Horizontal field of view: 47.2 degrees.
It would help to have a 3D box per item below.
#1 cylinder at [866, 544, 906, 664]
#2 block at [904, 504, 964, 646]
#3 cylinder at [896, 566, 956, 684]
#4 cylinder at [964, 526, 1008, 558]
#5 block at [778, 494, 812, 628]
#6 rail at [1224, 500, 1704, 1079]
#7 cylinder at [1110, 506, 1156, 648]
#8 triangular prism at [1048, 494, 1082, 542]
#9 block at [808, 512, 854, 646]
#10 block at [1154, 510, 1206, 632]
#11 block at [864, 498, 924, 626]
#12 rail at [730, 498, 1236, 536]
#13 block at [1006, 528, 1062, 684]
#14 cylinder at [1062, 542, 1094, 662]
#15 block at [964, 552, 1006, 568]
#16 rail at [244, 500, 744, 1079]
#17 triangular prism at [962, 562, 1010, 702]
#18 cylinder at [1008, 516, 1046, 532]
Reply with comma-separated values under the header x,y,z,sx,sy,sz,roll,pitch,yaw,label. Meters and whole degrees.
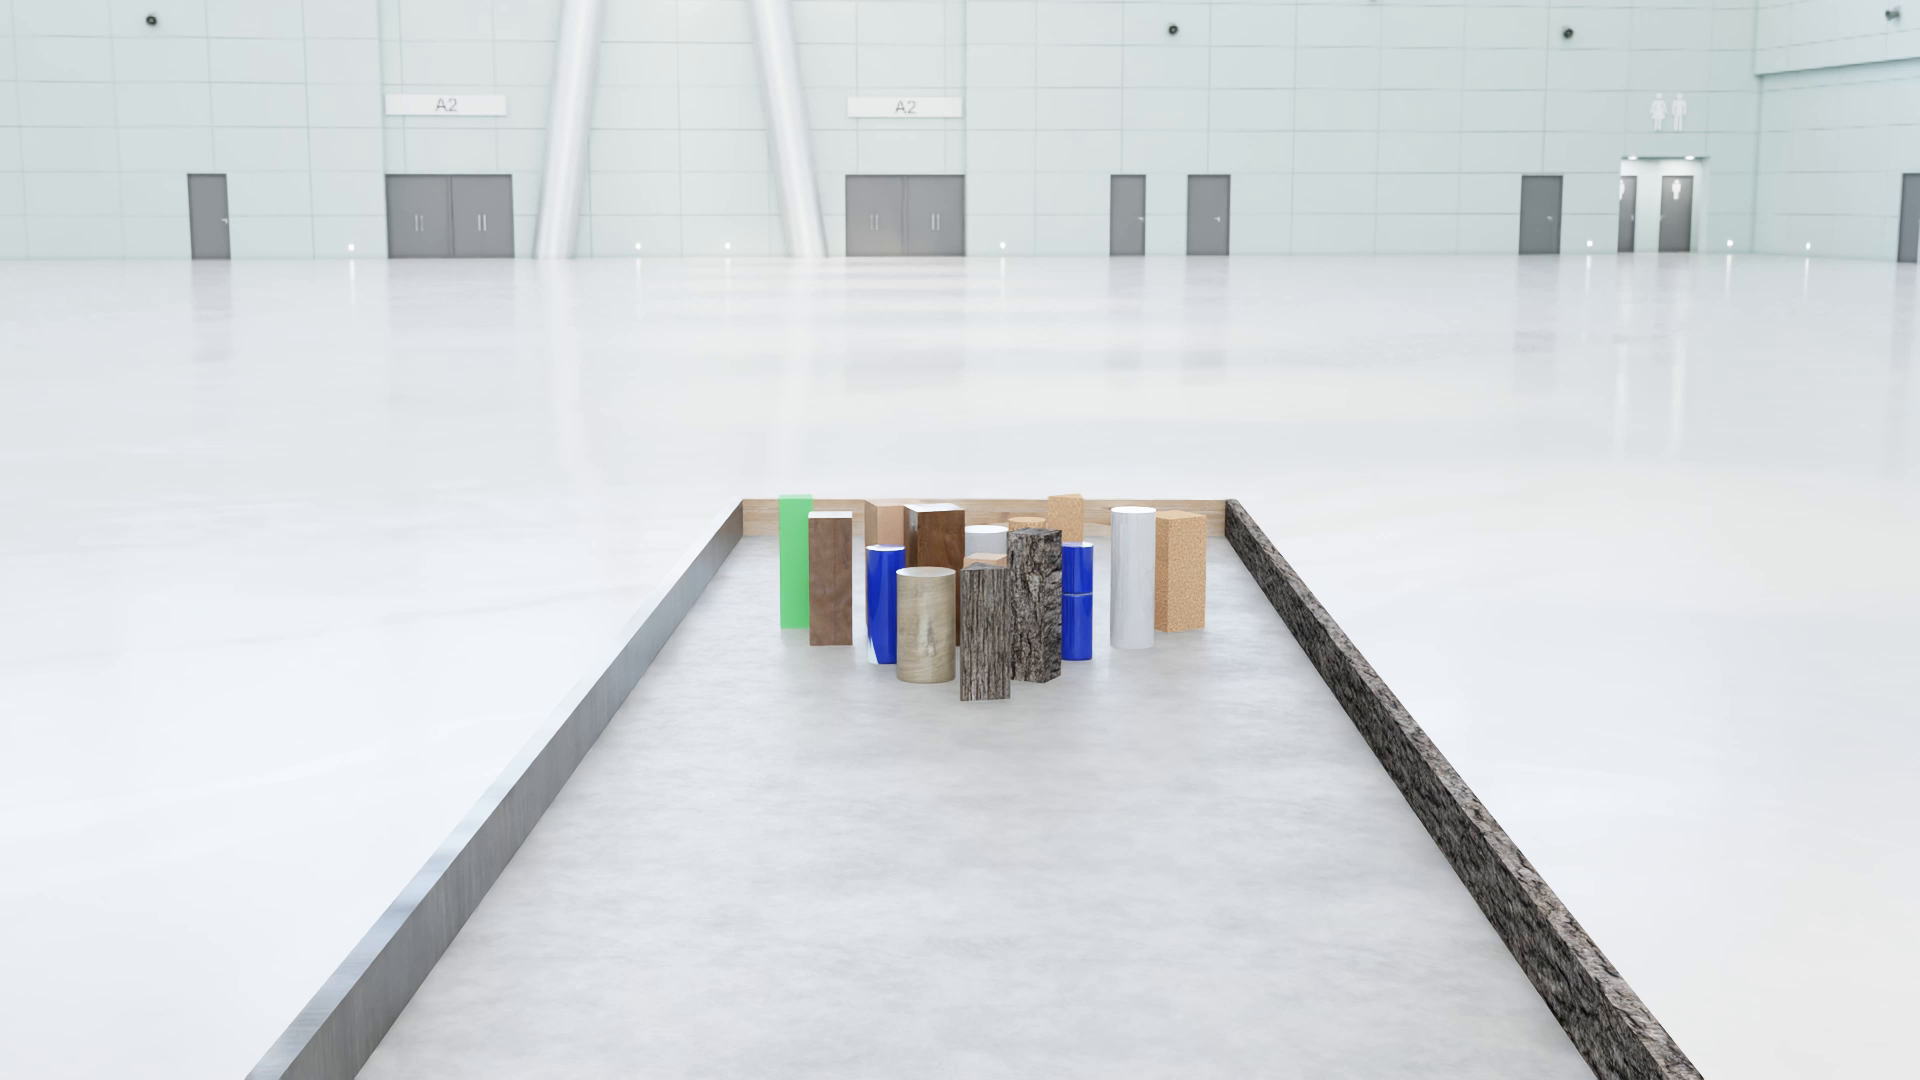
x,y,z,sx,sy,sz,roll,pitch,yaw,label
-0.223,0.195,6.670,0.117,0.348,0.117,0,9,0,cylinder
-0.082,0.111,6.928,0.155,0.432,0.155,-3,9,-17,block
-0.099,0.248,6.437,0.173,0.315,0.173,0,9,0,cylinder
0.076,0.123,7.208,0.165,0.321,0.165,0,9,0,cylinder
-0.536,0.069,7.204,0.108,0.428,0.108,-1,9,-5,block
1.046,0.843,3.208,0.050,0.150,12.000,0,9,1,rail
0.542,0.117,6.899,0.140,0.429,0.140,0,9,0,cylinder
0.366,0.068,7.192,0.125,0.434,0.108,5,10,28,triangular prism
-0.408,0.121,6.950,0.135,0.406,0.135,0,9,-2,block
0.694,0.100,7.195,0.156,0.370,0.156,-6,11,-33,block
-0.211,0.082,7.166,0.162,0.416,0.162,-3,9,-17,block
0.099,-0.098,9.147,2.100,0.150,0.050,0,9,1,rail
0.217,0.189,6.430,0.121,0.434,0.121,5,10,27,block
0.353,0.187,6.706,0.107,0.351,0.107,0,9,0,cylinder
0.080,0.206,6.691,0.107,0.318,0.107,4,10,21,block
-1.004,0.839,3.234,0.050,0.150,12.000,0,9,1,rail
0.059,0.256,6.206,0.142,0.373,0.123,-2,9,-13,triangular prism
0.211,0.132,6.907,0.117,0.397,0.117,0,9,0,cylinder
